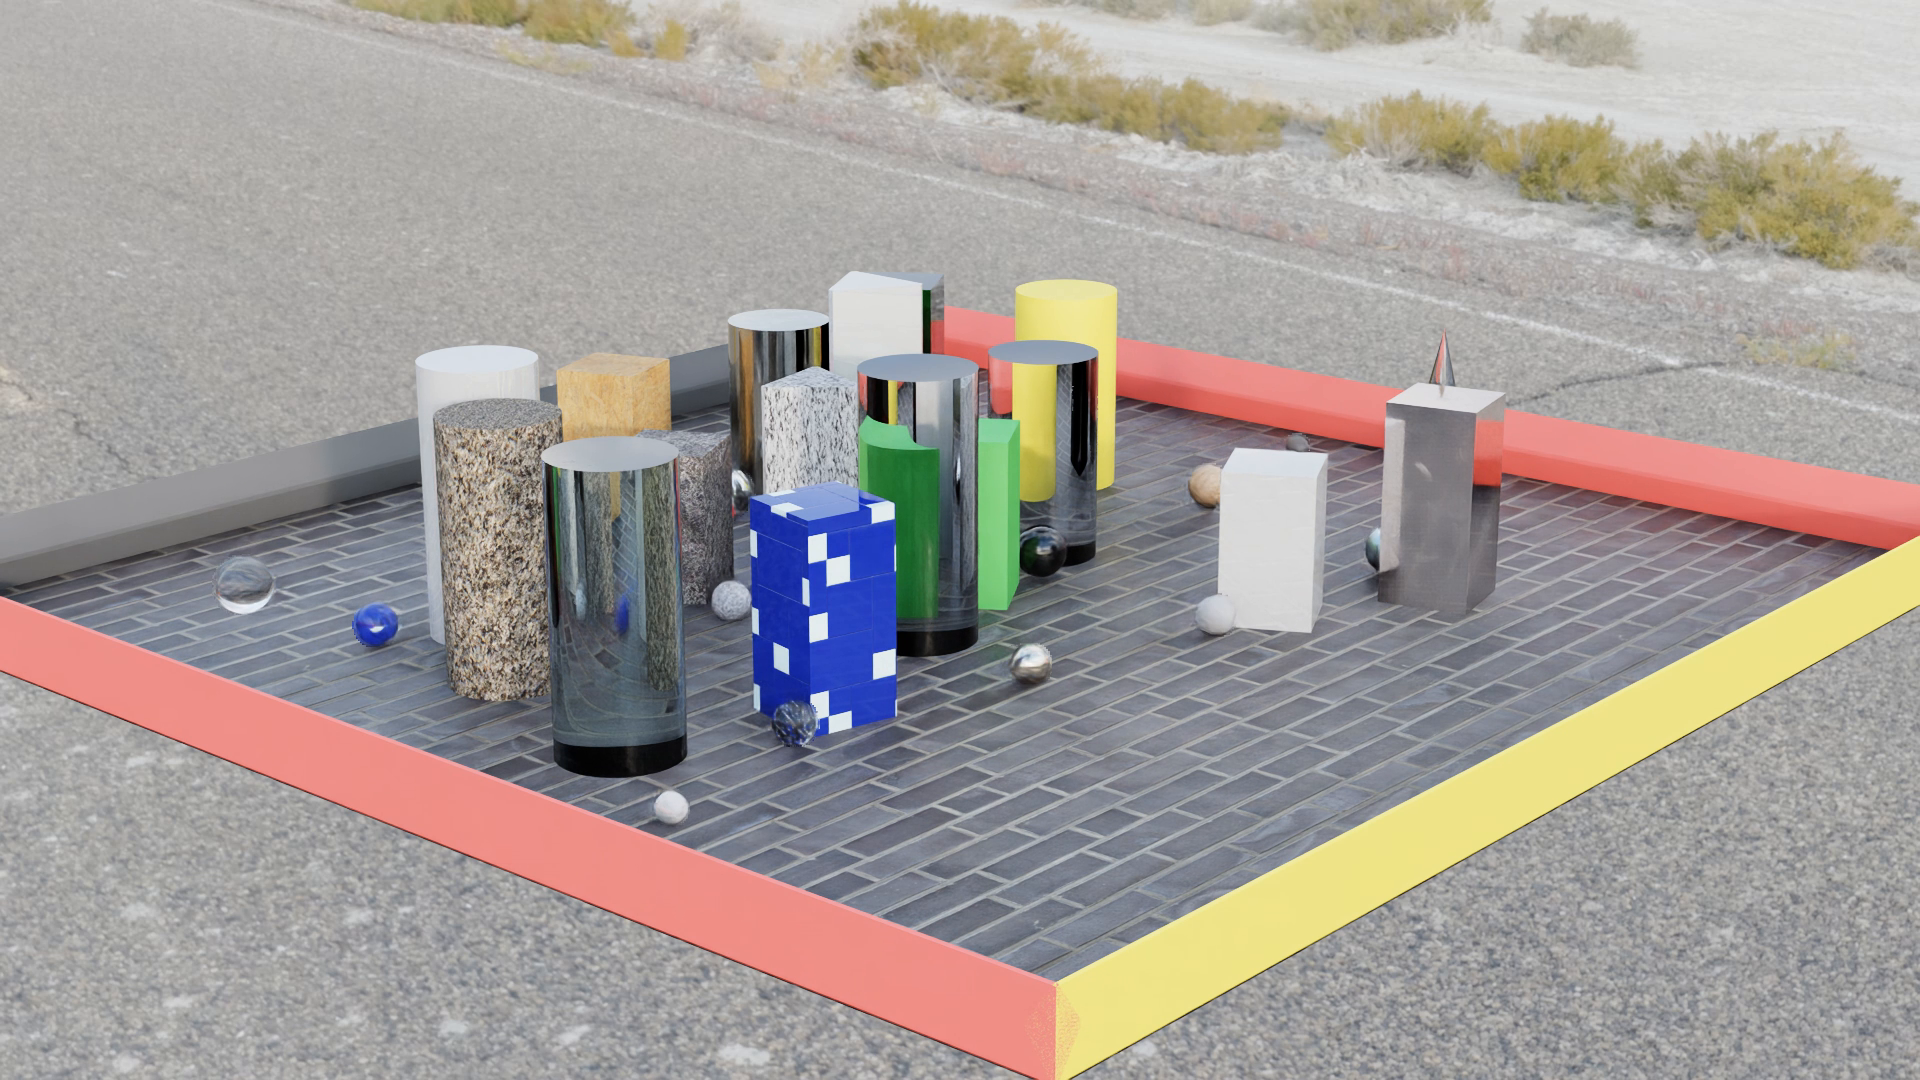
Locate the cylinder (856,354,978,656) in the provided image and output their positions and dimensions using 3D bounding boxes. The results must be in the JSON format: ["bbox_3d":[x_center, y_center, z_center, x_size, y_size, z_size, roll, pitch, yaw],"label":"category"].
[{"bbox_3d":[-0.069,-0.059,4.846,0.200,0.465,0.200,0,17,0],"label":"cylinder"}]

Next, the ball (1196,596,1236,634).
[{"bbox_3d":[0.430,0.126,4.922,0.067,0.067,0.067,0,17,0],"label":"ball"}]

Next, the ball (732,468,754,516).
[{"bbox_3d":[-0.442,-0.092,5.601,0.093,0.093,0.093,0,17,0],"label":"ball"}]

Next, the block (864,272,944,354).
[{"bbox_3d":[-0.123,-0.335,5.905,0.160,0.382,0.160,3,17,9],"label":"block"}]

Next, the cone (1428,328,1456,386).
[{"bbox_3d":[0.867,-0.176,5.306,0.200,0.424,0.200,0,17,0],"label":"cone"}]

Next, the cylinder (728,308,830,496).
[{"bbox_3d":[-0.355,-0.272,5.785,0.200,0.332,0.200,0,17,0],"label":"cylinder"}]

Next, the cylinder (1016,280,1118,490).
[{"bbox_3d":[0.208,-0.305,5.801,0.200,0.386,0.200,0,17,0],"label":"cylinder"}]

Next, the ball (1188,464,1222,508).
[{"bbox_3d":[0.481,-0.104,5.662,0.081,0.081,0.081,0,17,0],"label":"ball"}]

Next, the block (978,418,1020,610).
[{"bbox_3d":[0.014,-0.048,5.099,0.160,0.298,0.160,2,17,8],"label":"block"}]

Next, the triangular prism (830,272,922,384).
[{"bbox_3d":[-0.173,-0.239,5.398,0.173,0.491,0.150,-5,18,-17],"label":"triangular prism"}]

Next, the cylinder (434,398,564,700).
[{"bbox_3d":[-0.723,0.013,4.648,0.200,0.440,0.200,0,17,0],"label":"cylinder"}]

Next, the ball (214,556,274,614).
[{"bbox_3d":[-1.228,0.077,5.026,0.100,0.100,0.100,0,17,0],"label":"ball"}]

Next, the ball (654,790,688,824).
[{"bbox_3d":[-0.407,0.376,4.124,0.047,0.047,0.047,0,17,0],"label":"ball"}]

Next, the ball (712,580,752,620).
[{"bbox_3d":[-0.389,0.102,4.999,0.068,0.068,0.068,0,17,0],"label":"ball"}]

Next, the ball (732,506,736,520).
[{"bbox_3d":[-0.450,-0.052,5.542,0.050,0.050,0.050,0,17,0],"label":"ball"}]

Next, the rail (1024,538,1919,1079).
[{"bbox_3d":[0.961,0.273,4.320,0.045,0.130,2.654,14,22,39],"label":"rail"}]

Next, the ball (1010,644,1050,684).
[{"bbox_3d":[0.112,0.199,4.683,0.065,0.065,0.065,0,17,0],"label":"ball"}]

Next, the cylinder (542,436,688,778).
[{"bbox_3d":[-0.508,0.097,4.325,0.200,0.465,0.200,0,17,0],"label":"cylinder"}]

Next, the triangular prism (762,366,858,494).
[{"bbox_3d":[-0.256,-0.111,5.187,0.173,0.367,0.150,0,17,0],"label":"triangular prism"}]

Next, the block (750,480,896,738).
[{"bbox_3d":[-0.210,0.104,4.514,0.160,0.344,0.160,-12,21,-35],"label":"block"}]

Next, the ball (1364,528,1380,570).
[{"bbox_3d":[0.768,0.017,5.251,0.086,0.086,0.086,0,17,0],"label":"ball"}]

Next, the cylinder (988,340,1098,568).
[{"bbox_3d":[0.150,-0.158,5.327,0.200,0.376,0.200,0,17,0],"label":"cylinder"}]

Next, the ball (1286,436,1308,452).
[{"bbox_3d":[0.692,-0.192,6.016,0.046,0.046,0.046,0,17,0],"label":"ball"}]

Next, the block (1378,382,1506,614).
[{"bbox_3d":[0.834,-0.073,5.080,0.160,0.357,0.160,9,19,27],"label":"block"}]

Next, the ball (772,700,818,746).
[{"bbox_3d":[-0.249,0.276,4.421,0.069,0.069,0.069,0,17,0],"label":"ball"}]

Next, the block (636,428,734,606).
[{"bbox_3d":[-0.499,-0.042,5.135,0.160,0.265,0.160,4,17,13],"label":"block"}]

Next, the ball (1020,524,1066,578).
[{"bbox_3d":[0.143,0.019,5.228,0.095,0.095,0.095,0,17,0],"label":"ball"}]

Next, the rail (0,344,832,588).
[{"bbox_3d":[-0.961,-0.208,5.919,0.045,0.130,2.654,14,22,39],"label":"rail"}]

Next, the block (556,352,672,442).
[{"bbox_3d":[-0.667,-0.208,5.676,0.160,0.271,0.160,6,18,20],"label":"block"}]

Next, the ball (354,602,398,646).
[{"bbox_3d":[-0.969,0.139,4.870,0.071,0.071,0.071,0,17,0],"label":"ball"}]

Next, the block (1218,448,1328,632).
[{"bbox_3d":[0.532,-0.001,4.990,0.160,0.271,0.160,4,17,13],"label":"block"}]

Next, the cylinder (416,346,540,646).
[{"bbox_3d":[-0.793,-0.072,4.882,0.200,0.470,0.200,0,17,0],"label":"cylinder"}]

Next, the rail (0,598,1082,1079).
[{"bbox_3d":[-0.855,0.316,4.177,2.594,0.130,0.045,14,22,39],"label":"rail"}]

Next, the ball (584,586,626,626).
[{"bbox_3d":[-0.602,0.111,4.970,0.068,0.068,0.068,0,17,0],"label":"ball"}]

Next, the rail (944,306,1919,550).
[{"bbox_3d":[0.855,-0.251,6.062,2.594,0.130,0.045,14,22,39],"label":"rail"}]
